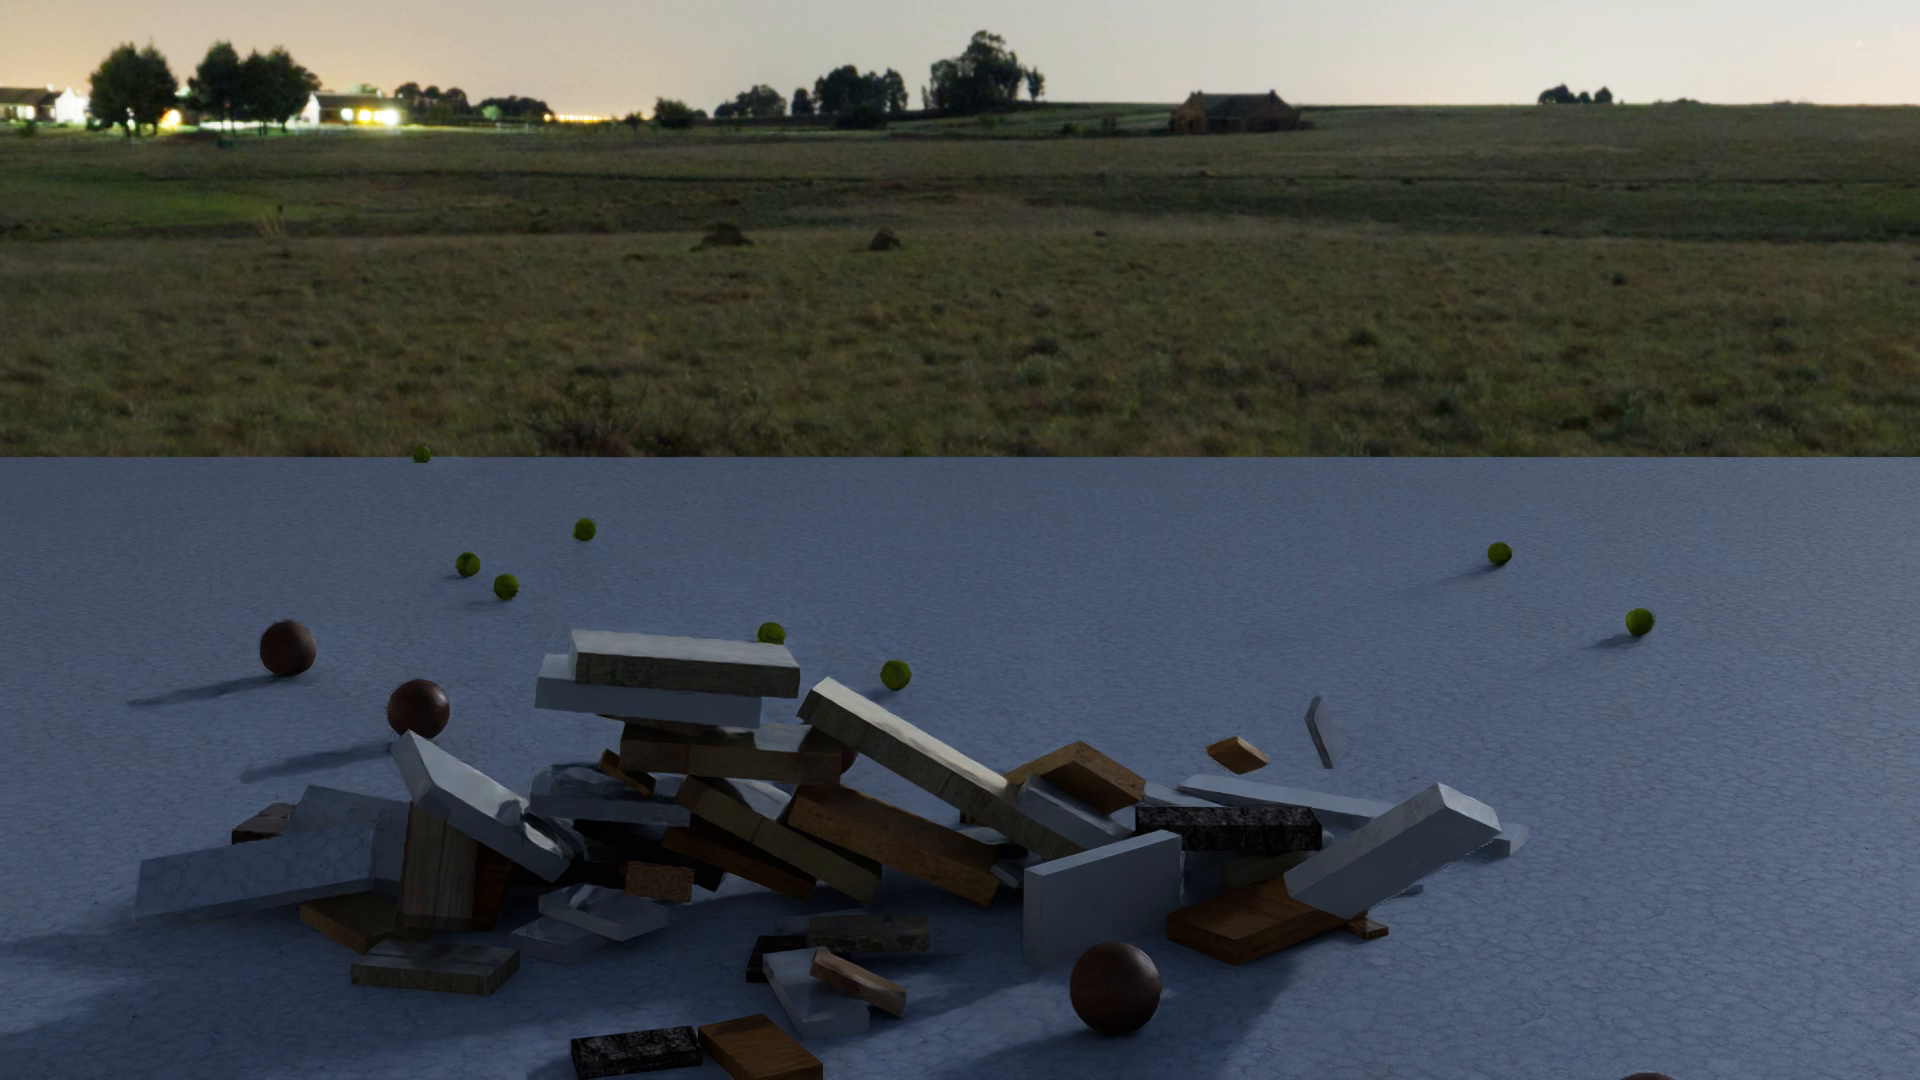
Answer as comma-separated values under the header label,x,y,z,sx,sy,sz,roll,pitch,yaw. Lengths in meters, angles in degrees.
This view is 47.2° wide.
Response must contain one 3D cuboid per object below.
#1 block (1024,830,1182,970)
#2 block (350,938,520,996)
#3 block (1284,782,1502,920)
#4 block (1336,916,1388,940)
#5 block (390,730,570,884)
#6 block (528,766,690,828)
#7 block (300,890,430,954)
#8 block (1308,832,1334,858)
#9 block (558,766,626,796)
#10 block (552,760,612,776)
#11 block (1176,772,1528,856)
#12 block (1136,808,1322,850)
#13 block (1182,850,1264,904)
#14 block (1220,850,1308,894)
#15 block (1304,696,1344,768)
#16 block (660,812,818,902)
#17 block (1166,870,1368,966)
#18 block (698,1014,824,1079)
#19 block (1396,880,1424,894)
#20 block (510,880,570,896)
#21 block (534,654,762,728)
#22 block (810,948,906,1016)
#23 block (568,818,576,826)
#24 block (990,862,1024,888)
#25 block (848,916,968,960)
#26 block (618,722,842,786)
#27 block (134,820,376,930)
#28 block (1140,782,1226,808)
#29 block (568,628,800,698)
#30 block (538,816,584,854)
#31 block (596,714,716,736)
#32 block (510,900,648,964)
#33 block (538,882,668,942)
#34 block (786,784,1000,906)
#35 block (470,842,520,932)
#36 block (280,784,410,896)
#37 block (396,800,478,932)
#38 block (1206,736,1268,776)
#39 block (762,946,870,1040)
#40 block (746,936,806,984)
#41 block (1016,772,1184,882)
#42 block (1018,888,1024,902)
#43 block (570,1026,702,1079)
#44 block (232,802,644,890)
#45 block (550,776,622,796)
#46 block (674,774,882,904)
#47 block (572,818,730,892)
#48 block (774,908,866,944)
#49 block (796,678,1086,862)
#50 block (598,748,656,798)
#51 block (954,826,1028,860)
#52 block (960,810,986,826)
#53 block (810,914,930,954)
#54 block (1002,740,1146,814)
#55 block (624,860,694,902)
label,x,y,z,sx,sy,sz,roll,pitch,yaw
block,0.224,0.558,3.432,0.299,0.149,0.042,-9,14,-39
block,-0.788,0.641,3.307,0.221,0.031,0.110,2,11,12
block,0.657,0.477,3.349,0.149,0.042,0.299,25,-51,-39
block,0.633,0.613,3.507,0.047,0.013,0.094,-6,12,-31
block,-0.762,0.425,3.501,0.306,0.043,0.153,42,4,-41
block,-0.576,0.422,3.619,0.258,0.037,0.129,6,13,-11
block,-0.948,0.606,3.499,0.110,0.031,0.221,-10,14,-42
block,0.539,0.541,3.694,0.176,0.088,0.025,-2,11,-12
block,-0.596,0.389,3.557,0.098,0.014,0.049,13,13,30
block,-0.619,0.377,3.630,0.098,0.014,0.049,2,4,3
block,0.714,0.503,4.063,0.645,0.028,0.097,6,12,30
block,0.441,0.478,3.645,0.293,0.041,0.146,0,4,1
block,0.455,0.548,3.637,0.176,0.088,0.025,-2,11,-21
block,0.498,0.556,3.604,0.175,0.088,0.025,-8,19,-37
block,0.667,0.352,4.028,0.018,0.125,0.063,-4,36,34
block,-0.360,0.516,3.651,0.258,0.037,0.129,22,13,-3
block,0.489,0.594,3.488,0.299,0.042,0.149,-12,15,-37
block,-0.274,0.701,2.996,0.098,0.028,0.195,-6,12,-29
block,0.723,0.580,3.689,0.095,0.013,0.047,-2,11,-13
block,-0.688,0.579,3.681,0.119,0.017,0.059,1,11,4
block,-0.510,0.248,3.625,0.360,0.051,0.180,6,8,-7
block,-0.147,0.638,3.176,0.143,0.020,0.072,26,6,-3
block,-0.612,0.495,3.841,0.114,0.032,0.229,8,-11,-17
block,0.091,0.552,3.623,0.051,0.015,0.103,33,7,22
block,-0.084,0.621,3.430,0.184,0.026,0.092,-2,11,-9
block,-0.376,0.344,3.632,0.356,0.050,0.178,5,10,-5
block,-1.133,0.539,3.541,0.371,0.032,0.114,-9,46,-3
block,0.477,0.509,4.056,0.063,0.018,0.433,-9,14,-39
block,-0.456,0.203,3.624,0.360,0.051,0.180,5,9,-14
block,-0.665,0.470,3.637,0.015,0.105,0.053,-43,17,0
block,-0.503,0.288,3.658,0.184,0.026,0.092,10,10,22
block,-0.596,0.610,3.473,0.110,0.031,0.221,6,12,29
block,-0.562,0.583,3.460,0.195,0.028,0.098,9,13,40
block,-0.109,0.494,3.658,0.356,0.050,0.178,23,7,-4
block,-0.770,0.555,3.554,0.084,0.024,0.167,4,42,10
block,-0.961,0.500,3.618,0.306,0.043,0.153,8,47,13
block,-0.831,0.518,3.509,0.114,0.032,0.229,7,41,-13
block,0.504,0.391,3.986,0.063,0.018,0.125,-23,-33,25
block,-0.211,0.654,3.188,0.098,0.028,0.219,-4,17,-19
block,-0.280,0.639,3.352,0.072,0.020,0.143,0,11,3
block,0.232,0.488,3.653,0.293,0.041,0.146,29,5,1
block,0.150,0.586,3.650,0.103,0.015,0.051,0,11,-1
block,-0.443,0.701,3.008,0.167,0.024,0.084,-3,11,-16
block,-0.857,0.516,3.711,0.713,0.043,0.153,4,11,9
block,-0.609,0.399,3.581,0.105,0.015,0.053,2,14,-26
block,-0.296,0.471,3.648,0.356,0.050,0.178,29,8,-5
block,-0.502,0.496,3.655,0.258,0.037,0.129,24,13,3
block,-0.215,0.613,3.489,0.143,0.020,0.072,-4,11,-19
block,-0.004,0.403,3.706,0.567,0.051,0.180,30,5,3
block,-0.543,0.381,3.591,0.098,0.014,0.049,35,14,-13
block,0.012,0.538,3.871,0.194,0.028,0.097,-4,11,-19
block,0.074,0.498,4.099,0.084,0.024,0.167,5,12,25
block,-0.140,0.604,3.378,0.184,0.026,0.092,-1,11,-4
block,0.172,0.437,3.812,0.146,0.041,0.292,32,-36,-21
block,-0.477,0.542,3.494,0.105,0.053,0.015,8,17,-6
